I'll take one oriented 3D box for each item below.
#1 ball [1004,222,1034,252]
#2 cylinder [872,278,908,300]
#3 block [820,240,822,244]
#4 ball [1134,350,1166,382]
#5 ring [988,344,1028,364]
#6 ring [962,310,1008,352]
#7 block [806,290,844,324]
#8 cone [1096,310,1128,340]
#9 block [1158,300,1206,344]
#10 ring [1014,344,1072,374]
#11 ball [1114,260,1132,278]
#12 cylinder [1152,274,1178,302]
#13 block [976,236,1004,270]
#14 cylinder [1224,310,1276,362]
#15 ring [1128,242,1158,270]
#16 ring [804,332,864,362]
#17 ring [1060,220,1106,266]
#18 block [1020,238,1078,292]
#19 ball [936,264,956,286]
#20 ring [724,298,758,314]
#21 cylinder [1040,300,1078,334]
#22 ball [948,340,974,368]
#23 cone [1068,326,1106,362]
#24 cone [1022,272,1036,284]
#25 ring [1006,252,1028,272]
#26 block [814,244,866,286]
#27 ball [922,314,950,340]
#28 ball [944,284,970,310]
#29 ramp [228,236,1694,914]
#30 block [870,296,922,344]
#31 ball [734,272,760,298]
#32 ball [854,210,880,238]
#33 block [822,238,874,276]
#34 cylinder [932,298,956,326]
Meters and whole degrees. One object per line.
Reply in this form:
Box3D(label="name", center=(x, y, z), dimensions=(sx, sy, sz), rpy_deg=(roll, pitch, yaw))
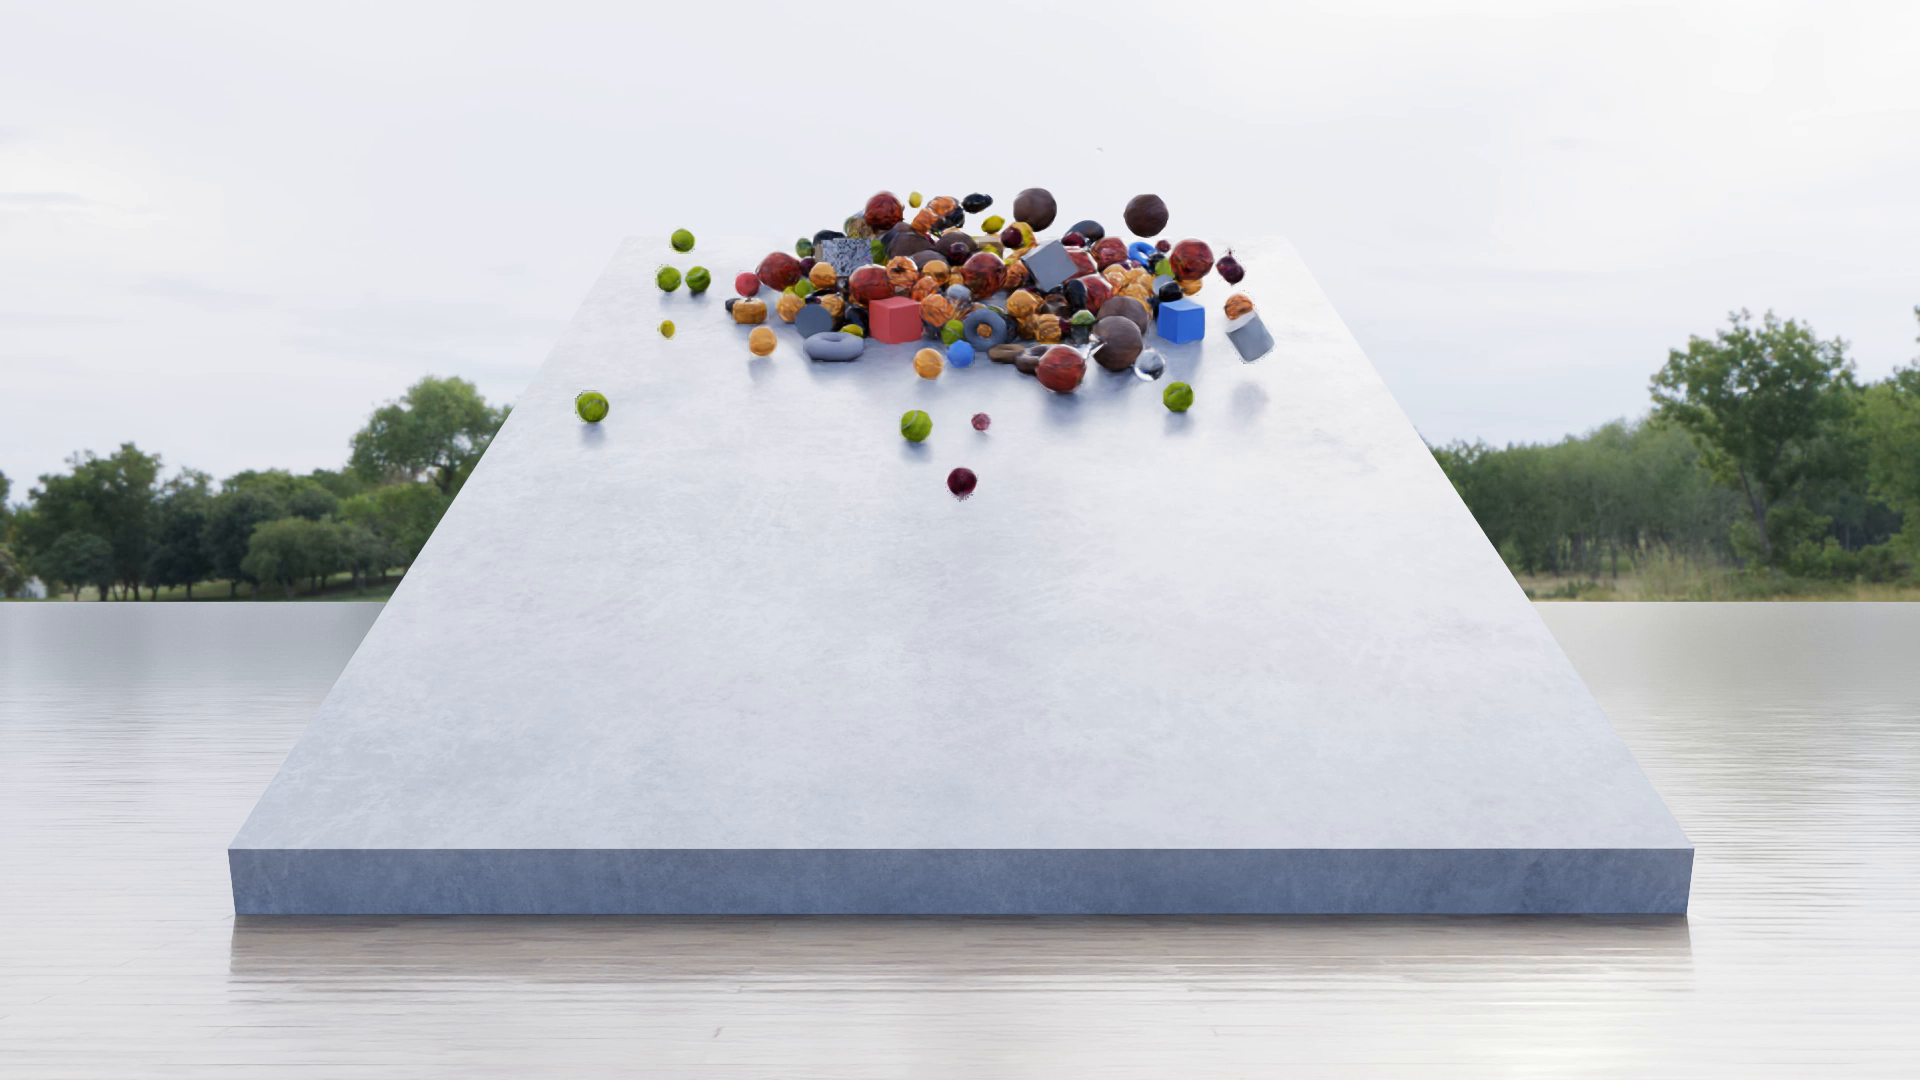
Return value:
Box3D(label="ball", center=(0.169, -0.865, 6.443), dimensions=(0.087, 0.087, 0.087), rpy_deg=(0, -1, 0))
Box3D(label="cylinder", center=(-0.184, -0.617, 5.838), dimensions=(0.089, 0.089, 0.089), rpy_deg=(5, 30, -3))
Box3D(label="block", center=(-0.342, -0.784, 6.318), dimensions=(0.096, 0.096, 0.096), rpy_deg=(-2, 20, -6))
Box3D(label="ball", center=(0.444, -0.408, 5.301), dimensions=(0.073, 0.073, 0.073), rpy_deg=(0, -1, 0))
Box3D(label="ring", center=(0.118, -0.453, 5.485), dimensions=(0.098, 0.033, 0.098), rpy_deg=(0, 19, 0))
Box3D(label="ring", center=(0.061, -0.512, 5.535), dimensions=(0.114, 0.114, 0.038), rpy_deg=(0, 30, 10))
Box3D(label="block", center=(-0.347, -0.600, 5.833), dimensions=(0.071, 0.071, 0.071), rpy_deg=(11, 26, 28))
Box3D(label="cone", center=(0.382, -0.536, 5.718), dimensions=(0.077, 0.077, 0.077), rpy_deg=(0, -7, 2))
Box3D(label="block", center=(0.556, -0.548, 5.677), dimensions=(0.084, 0.084, 0.084), rpy_deg=(-11, 23, -28))
Box3D(label="ring", center=(0.199, -0.430, 5.383), dimensions=(0.137, 0.046, 0.137), rpy_deg=(-8, 20, 3))
Box3D(label="ball", center=(0.456, -0.754, 6.305), dimensions=(0.050, 0.050, 0.050), rpy_deg=(0, -1, 0))
Box3D(label="cylinder", center=(0.526, -0.648, 5.813), dimensions=(0.060, 0.060, 0.060), rpy_deg=(0, -3, 10))
Box3D(label="block", center=(0.085, -0.819, 6.443), dimensions=(0.079, 0.079, 0.079), rpy_deg=(1, 20, 3))
Box3D(label="cylinder", center=(0.689, -0.483, 5.371), dimensions=(0.087, 0.087, 0.087), rpy_deg=(-33, 15, 10))
Box3D(label="ring", center=(0.521, -0.811, 6.436), dimensions=(0.097, 0.097, 0.032), rpy_deg=(1, -35, -25))
Box3D(label="ring", center=(-0.306, -0.472, 5.514), dimensions=(0.146, 0.049, 0.146), rpy_deg=(1, 19, 0))
Box3D(label="ring", center=(0.346, -0.839, 6.382), dimensions=(0.145, 0.145, 0.048), rpy_deg=(1, 39, -41))
Box3D(label="block", center=(0.228, -0.705, 5.792), dimensions=(0.100, 0.100, 0.100), rpy_deg=(-34, 12, 0))
Box3D(label="ball", center=(-0.040, -0.732, 6.229), dimensions=(0.058, 0.058, 0.058), rpy_deg=(0, -1, 0))
Box3D(label="ring", center=(-0.578, -0.618, 5.953), dimensions=(0.087, 0.029, 0.087), rpy_deg=(1, 19, 0))
Box3D(label="cylinder", center=(0.250, -0.568, 5.748), dimensions=(0.073, 0.073, 0.073), rpy_deg=(1, 18, -22))
Box3D(label="ball", center=(0.001, -0.445, 5.414), dimensions=(0.065, 0.065, 0.065), rpy_deg=(0, -1, 0))
Box3D(label="cone", center=(0.314, -0.462, 5.294), dimensions=(0.087, 0.087, 0.087), rpy_deg=(-8, 4, -37))
Box3D(label="cone", center=(0.213, -0.712, 6.195), dimensions=(0.065, 0.065, 0.065), rpy_deg=(-35, -3, -2))
Box3D(label="ring", center=(0.174, -0.788, 6.419), dimensions=(0.094, 0.031, 0.094), rpy_deg=(2, 31, -1))
Box3D(label="block", center=(-0.328, -0.760, 6.172), dimensions=(0.095, 0.095, 0.095), rpy_deg=(-13, -9, 23))
Box3D(label="ball", center=(-0.061, -0.532, 5.656), dimensions=(0.067, 0.067, 0.067), rpy_deg=(0, -1, 0))
Box3D(label="ball", center=(-0.007, -0.614, 5.729), dimensions=(0.067, 0.067, 0.067), rpy_deg=(0, -1, 0))
Box3D(label="ramp", center=(-0.005, -0.203, 4.982), dimensions=(2.000, 0.100, 4.000), rpy_deg=(0, 20, 0))
Box3D(label="block", center=(-0.163, -0.550, 5.667), dimensions=(0.094, 0.094, 0.094), rpy_deg=(-13, 23, -33))
Box3D(label="ball", center=(-0.573, -0.689, 6.088), dimensions=(0.070, 0.070, 0.070), rpy_deg=(0, -1, 0))
Box3D(label="ball", center=(-0.286, -0.945, 6.780), dimensions=(0.090, 0.090, 0.090), rpy_deg=(0, -1, 0))
Box3D(label="block", center=(-0.297, -0.746, 5.962), dimensions=(0.096, 0.096, 0.096), rpy_deg=(-9, 10, -30))
Box3D(label="cylinder", center=(-0.042, -0.579, 5.771), dimensions=(0.052, 0.052, 0.052), rpy_deg=(13, 38, -11))
